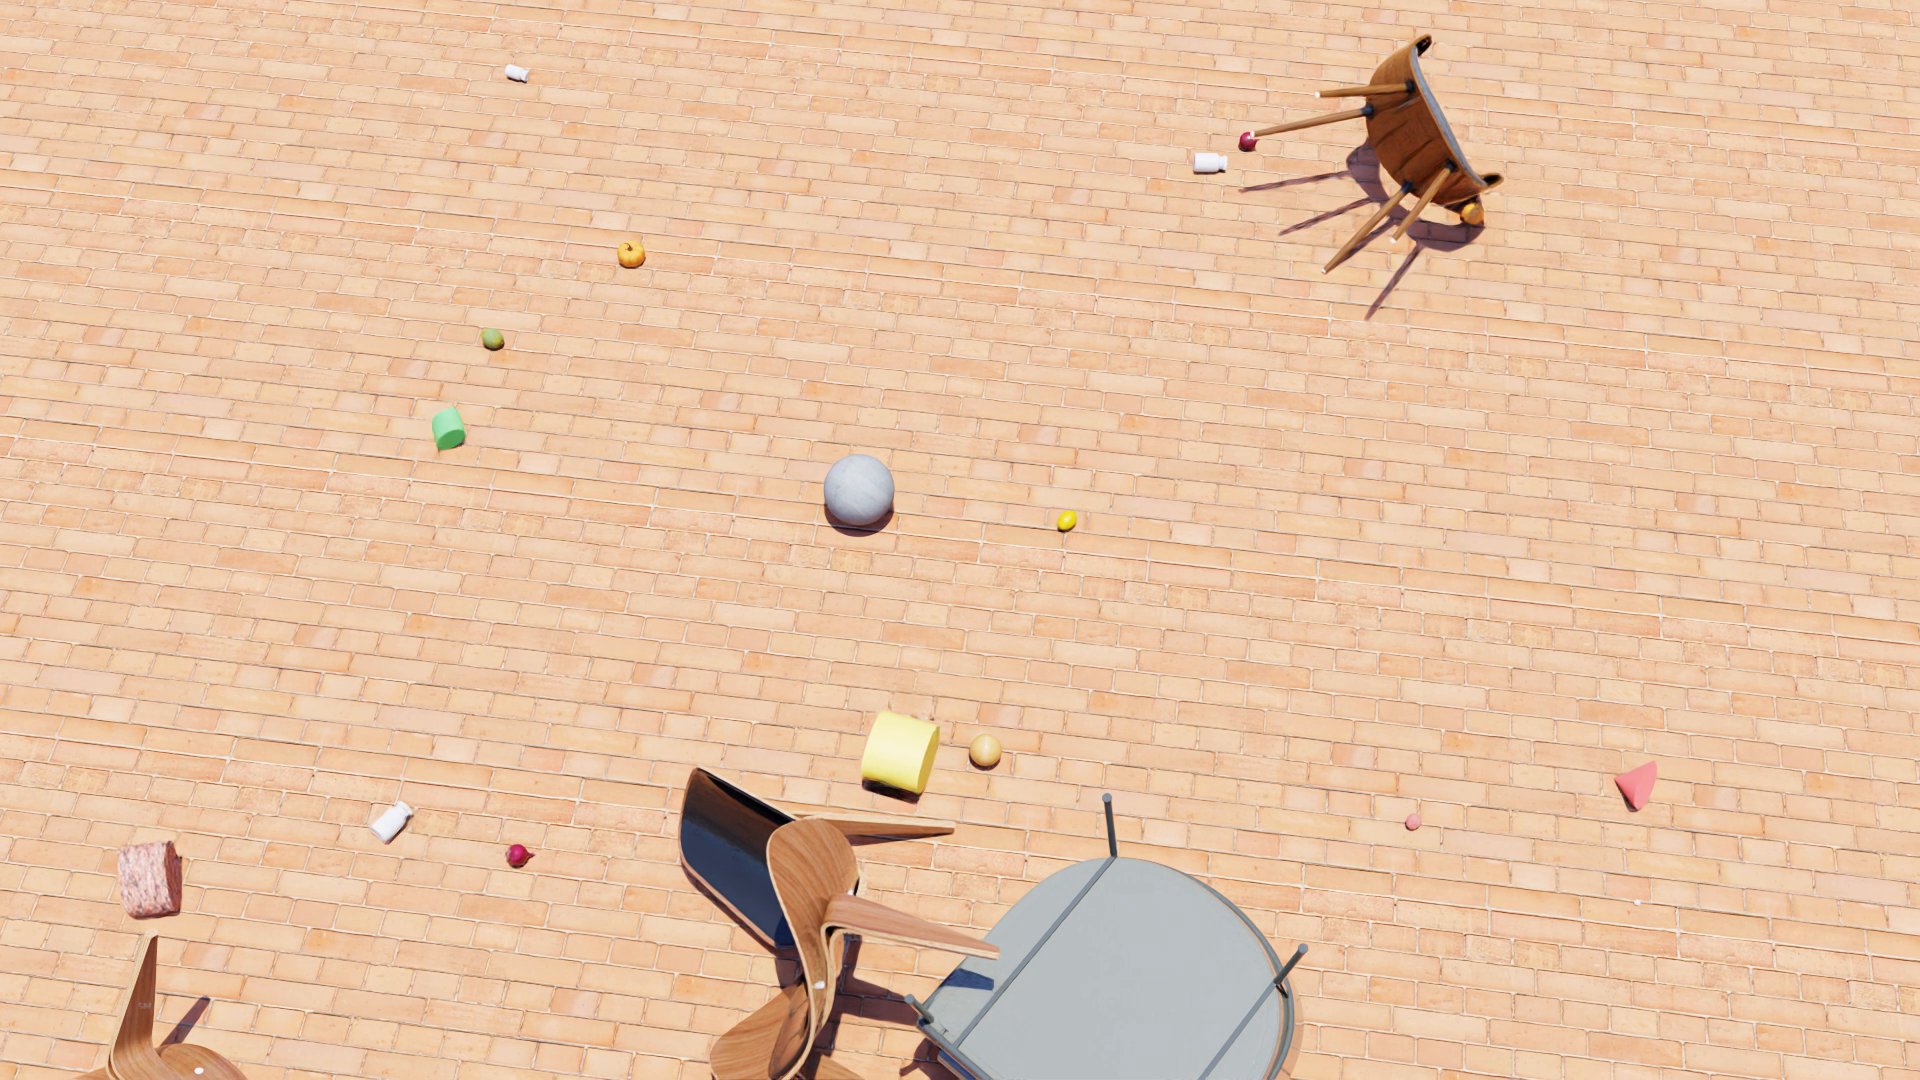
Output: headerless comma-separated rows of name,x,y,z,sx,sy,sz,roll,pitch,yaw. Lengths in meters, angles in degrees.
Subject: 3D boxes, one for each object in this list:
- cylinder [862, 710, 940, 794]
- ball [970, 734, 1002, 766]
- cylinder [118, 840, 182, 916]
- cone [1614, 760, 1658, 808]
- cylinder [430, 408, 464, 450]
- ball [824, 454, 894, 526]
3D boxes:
cylinder,-0.162,0.584,6.069,0.160,0.181,0.213,15,32,10
ball,0.072,0.585,6.127,0.090,0.090,0.090,0,56,0
cylinder,-2.162,0.903,5.871,0.122,0.137,0.191,-7,97,-4
cone,1.857,0.669,6.098,0.095,0.101,0.157,10,51,41
cylinder,-1.573,-0.341,6.750,0.105,0.072,0.087,-38,55,24
ball,-0.300,-0.150,6.546,0.213,0.213,0.213,0,56,0
